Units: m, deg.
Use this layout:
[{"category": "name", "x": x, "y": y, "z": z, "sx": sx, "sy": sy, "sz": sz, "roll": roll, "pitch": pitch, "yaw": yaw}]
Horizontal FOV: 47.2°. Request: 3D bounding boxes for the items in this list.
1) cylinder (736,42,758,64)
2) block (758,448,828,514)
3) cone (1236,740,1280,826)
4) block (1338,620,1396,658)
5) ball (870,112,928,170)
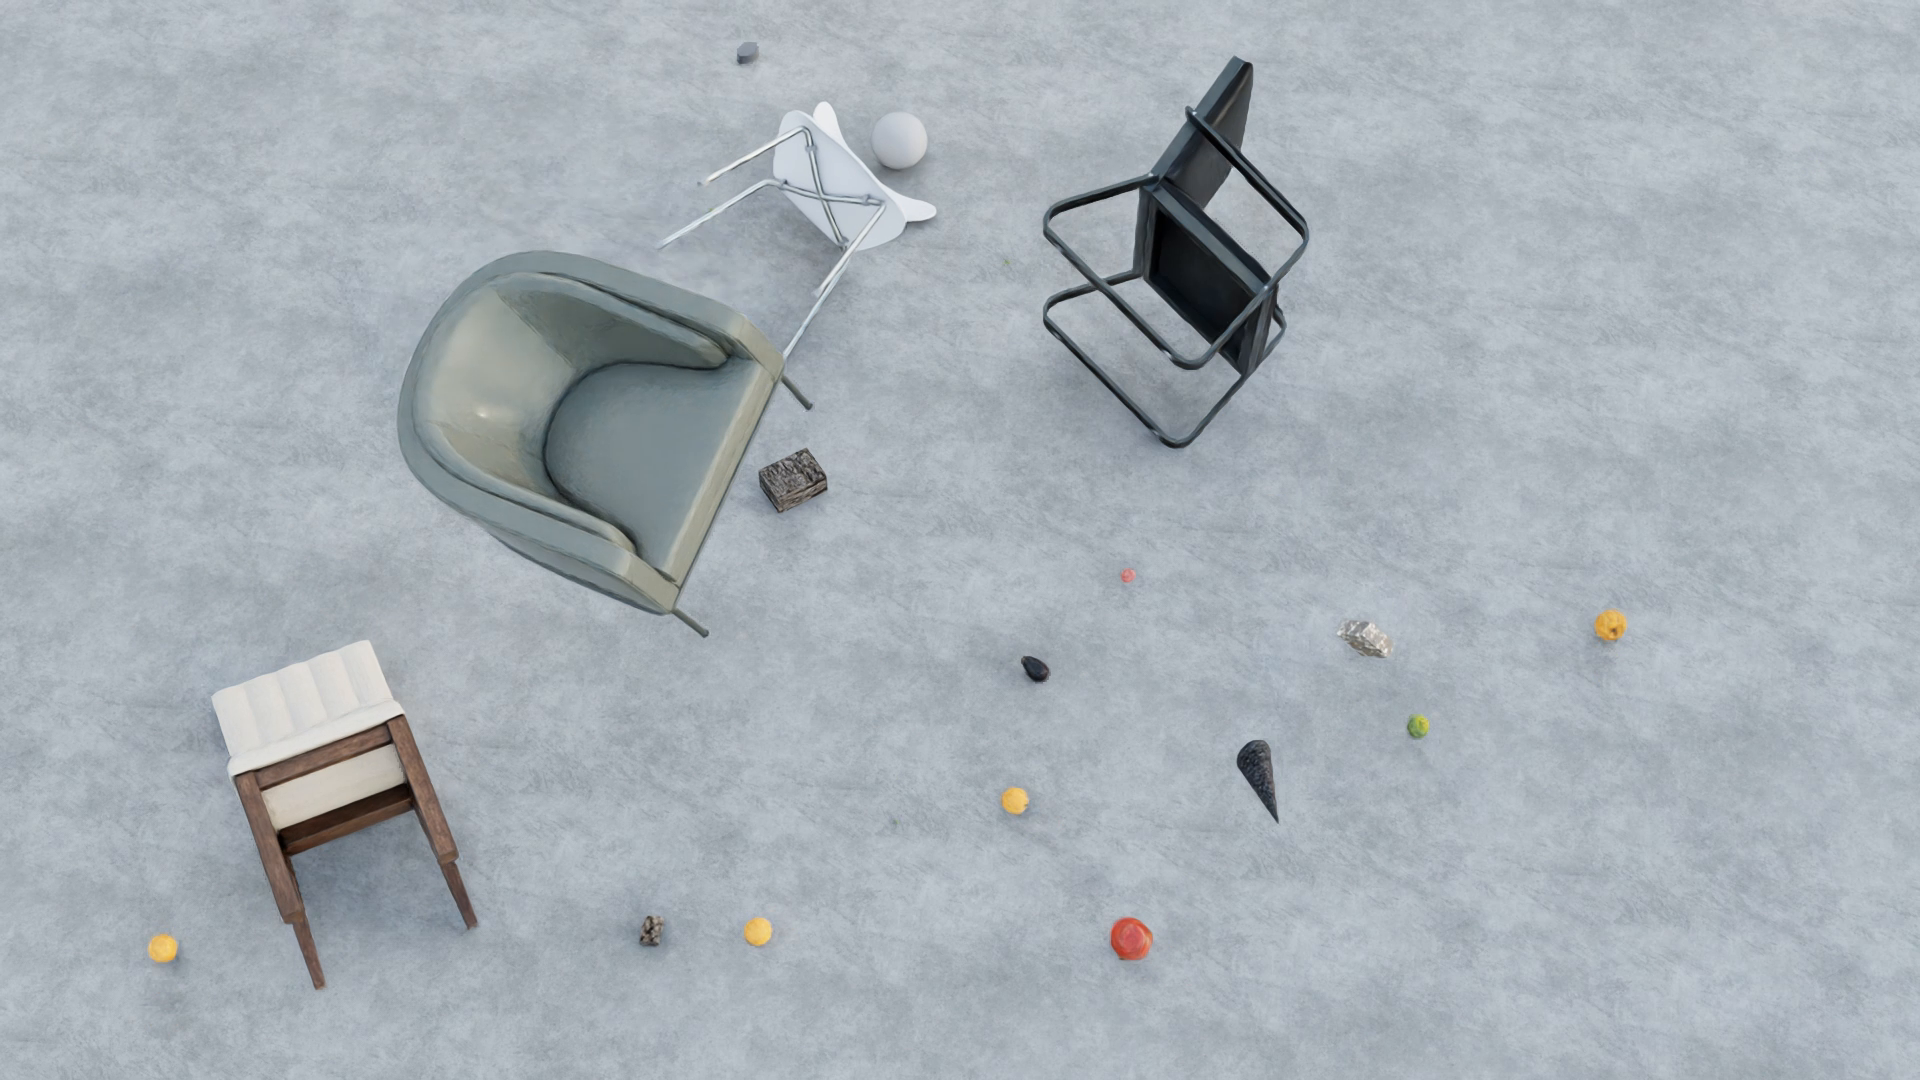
[{"category": "cylinder", "x": -0.743, "y": -1.704, "z": 7.694, "sx": 0.084, "sy": 0.038, "sz": 0.060, "roll": -33, "pitch": 63, "yaw": -21}, {"category": "block", "x": -0.504, "y": -0.180, "z": 6.646, "sx": 0.168, "sy": 0.081, "sz": 0.122, "roll": -27, "pitch": 60, "yaw": -17}, {"category": "cone", "x": 0.835, "y": 0.684, "z": 5.996, "sx": 0.097, "sy": 0.205, "sz": 0.216, "roll": -15, "pitch": 59, "yaw": -3}, {"category": "block", "x": 1.161, "y": 0.283, "z": 6.283, "sx": 0.109, "sy": 0.119, "sz": 0.049, "roll": 1, "pitch": 57, "yaw": 56}, {"category": "ball", "x": -0.204, "y": -1.337, "z": 7.356, "sx": 0.191, "sy": 0.191, "sz": 0.191, "roll": 0, "pitch": 56, "yaw": 0}]
